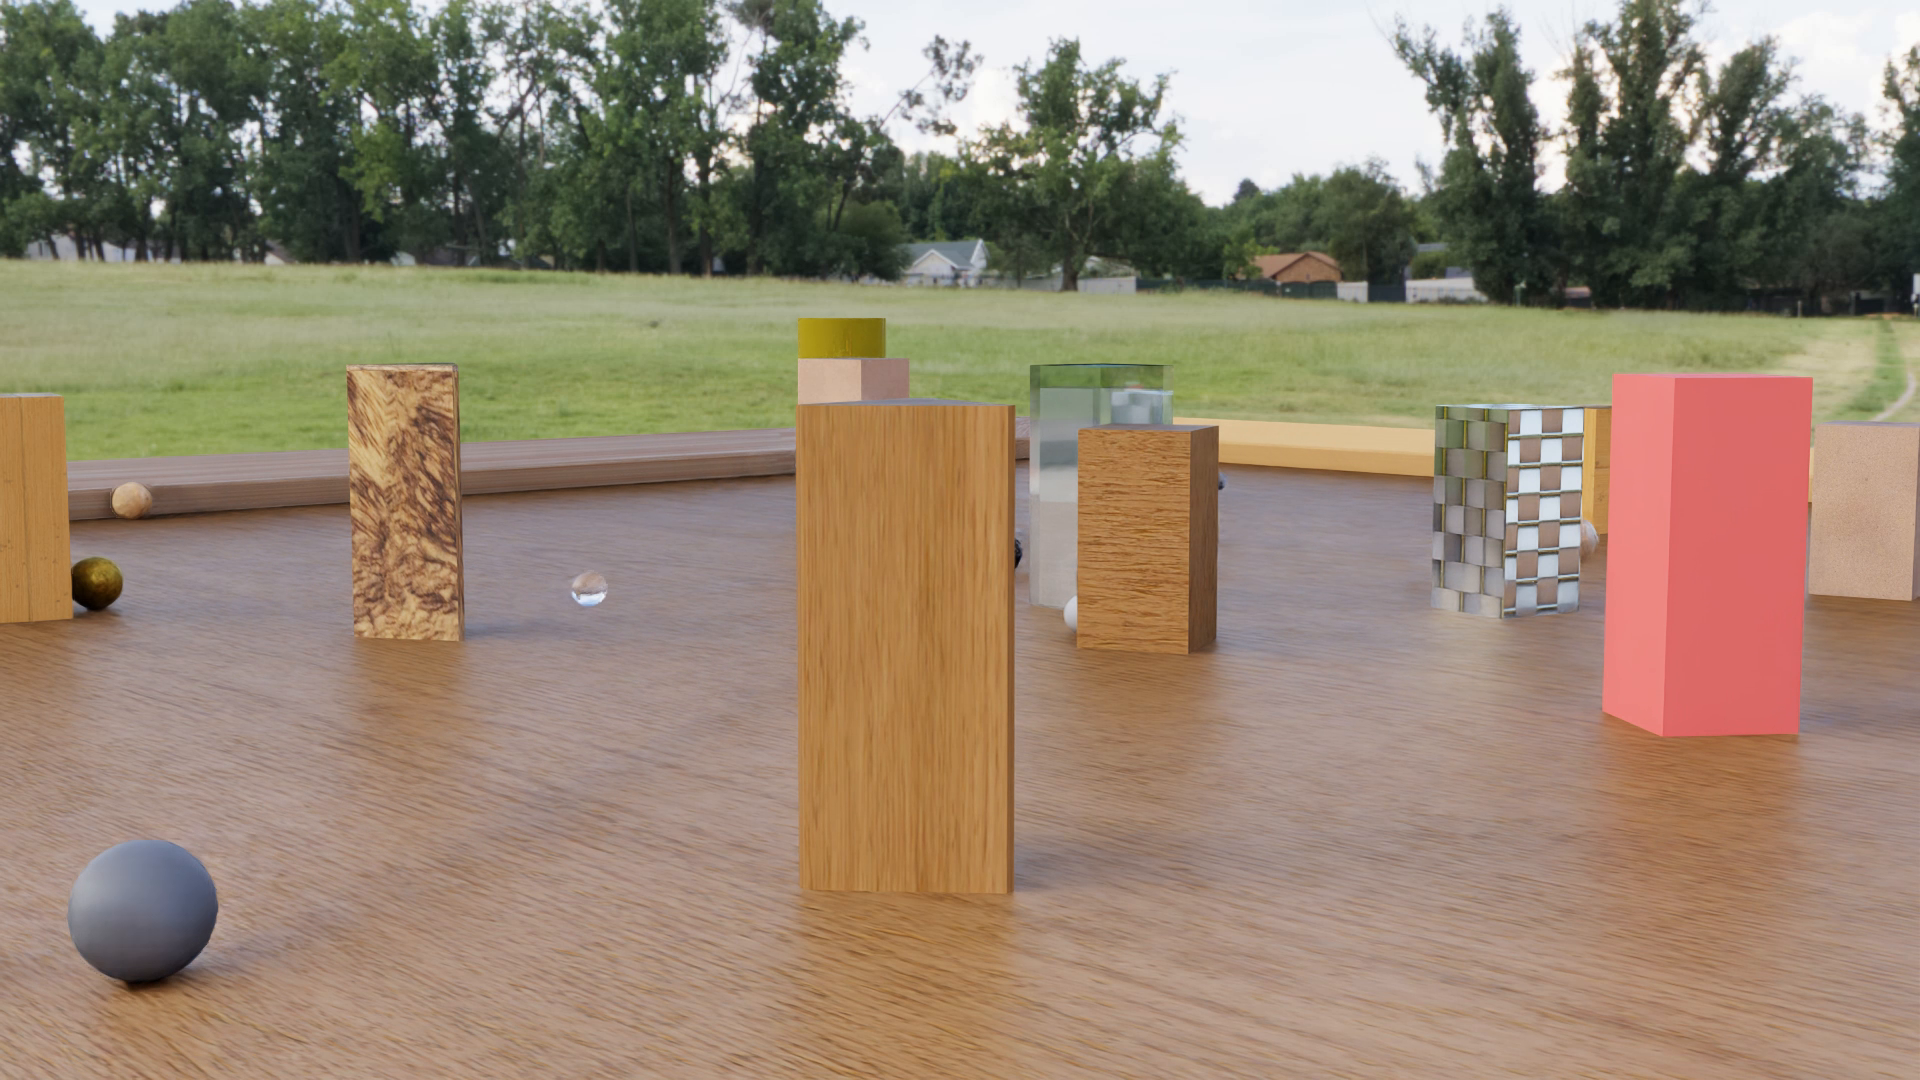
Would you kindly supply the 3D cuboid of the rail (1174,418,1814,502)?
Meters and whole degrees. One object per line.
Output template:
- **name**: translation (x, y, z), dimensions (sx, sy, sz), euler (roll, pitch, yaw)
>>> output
- **rail**: translation (1.890, -0.152, 5.066), dimensions (0.045, 0.122, 4.420), euler (-6, 8, -42)

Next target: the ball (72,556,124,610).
- **ball**: translation (-1.279, 0.064, 3.250), dimensions (0.078, 0.078, 0.078), euler (0, 6, 0)

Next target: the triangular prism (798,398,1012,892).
- **triangular prism**: translation (-0.036, 0.076, 1.735), dimensions (0.162, 0.371, 0.141), euler (0, 6, 4)

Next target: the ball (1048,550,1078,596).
- **ball**: translation (0.173, 0.050, 3.402), dimensions (0.072, 0.072, 0.072), euler (0, 6, 0)

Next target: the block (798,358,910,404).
- **block**: translation (-0.201, -0.170, 4.172), dimensions (0.150, 0.348, 0.150), euler (4, 7, 35)

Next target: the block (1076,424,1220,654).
- **block**: translation (0.250, -0.006, 2.912), dimensions (0.150, 0.287, 0.150), euler (2, 6, 20)

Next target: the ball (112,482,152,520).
- **ball**: translation (-1.739, -0.082, 4.620), dimensions (0.079, 0.079, 0.079), euler (0, 6, 0)

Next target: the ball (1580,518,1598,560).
- **ball**: translation (1.082, -0.002, 3.869), dimensions (0.077, 0.077, 0.077), euler (0, 6, 0)

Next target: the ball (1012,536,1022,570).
- **ball**: translation (0.071, 0.021, 3.701), dimensions (0.068, 0.068, 0.068), euler (0, 6, 0)

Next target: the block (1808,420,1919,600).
- **block**: translation (1.425, -0.050, 3.434), dimensions (0.150, 0.264, 0.150), euler (4, 7, 33)

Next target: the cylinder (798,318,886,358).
- **cylinder**: translation (-0.249, -0.258, 4.650), dimensions (0.187, 0.421, 0.187), euler (0, 6, 0)

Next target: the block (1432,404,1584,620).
- **block**: translation (0.804, -0.047, 3.235), dimensions (0.150, 0.300, 0.150), euler (-4, 7, -31)

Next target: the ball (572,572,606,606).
- **ball**: translation (-0.554, 0.074, 3.279), dimensions (0.051, 0.051, 0.051), euler (0, 6, 0)

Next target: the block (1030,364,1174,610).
- **block**: translation (0.210, -0.080, 3.273), dimensions (0.150, 0.359, 0.150), euler (-5, 8, -40)

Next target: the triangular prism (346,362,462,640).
- **triangular prism**: translation (-0.727, -0.057, 3.014), dimensions (0.162, 0.368, 0.141), euler (2, 6, 14)

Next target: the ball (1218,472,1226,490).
- **ball**: translation (0.628, -0.145, 5.366), dimensions (0.046, 0.046, 0.046), euler (0, 6, 0)

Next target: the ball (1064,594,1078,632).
- **ball**: translation (0.169, 0.101, 3.000), dimensions (0.056, 0.056, 0.056), euler (0, 6, 0)

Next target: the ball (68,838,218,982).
- **ball**: translation (-0.542, 0.245, 1.458), dimensions (0.094, 0.094, 0.094), euler (0, 6, 0)

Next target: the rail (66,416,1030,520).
- **rail**: translation (-1.483, -0.138, 4.930), dimensions (5.191, 0.122, 0.045), euler (-6, 8, -42)

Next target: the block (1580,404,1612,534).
- **block**: translation (1.272, -0.144, 4.411), dimensions (0.150, 0.246, 0.150), euler (-3, 7, -29)

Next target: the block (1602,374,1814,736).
- **block**: translation (0.795, 0.011, 2.350), dimensions (0.150, 0.372, 0.150), euler (-1, 6, -7)

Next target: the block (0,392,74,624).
- **block**: translation (-1.373, -0.049, 3.166), dimensions (0.150, 0.318, 0.150), euler (-3, 7, -29)

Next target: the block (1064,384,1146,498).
- **block**: translation (0.341, -0.231, 5.165), dimensions (0.150, 0.260, 0.150), euler (3, 7, 24)
